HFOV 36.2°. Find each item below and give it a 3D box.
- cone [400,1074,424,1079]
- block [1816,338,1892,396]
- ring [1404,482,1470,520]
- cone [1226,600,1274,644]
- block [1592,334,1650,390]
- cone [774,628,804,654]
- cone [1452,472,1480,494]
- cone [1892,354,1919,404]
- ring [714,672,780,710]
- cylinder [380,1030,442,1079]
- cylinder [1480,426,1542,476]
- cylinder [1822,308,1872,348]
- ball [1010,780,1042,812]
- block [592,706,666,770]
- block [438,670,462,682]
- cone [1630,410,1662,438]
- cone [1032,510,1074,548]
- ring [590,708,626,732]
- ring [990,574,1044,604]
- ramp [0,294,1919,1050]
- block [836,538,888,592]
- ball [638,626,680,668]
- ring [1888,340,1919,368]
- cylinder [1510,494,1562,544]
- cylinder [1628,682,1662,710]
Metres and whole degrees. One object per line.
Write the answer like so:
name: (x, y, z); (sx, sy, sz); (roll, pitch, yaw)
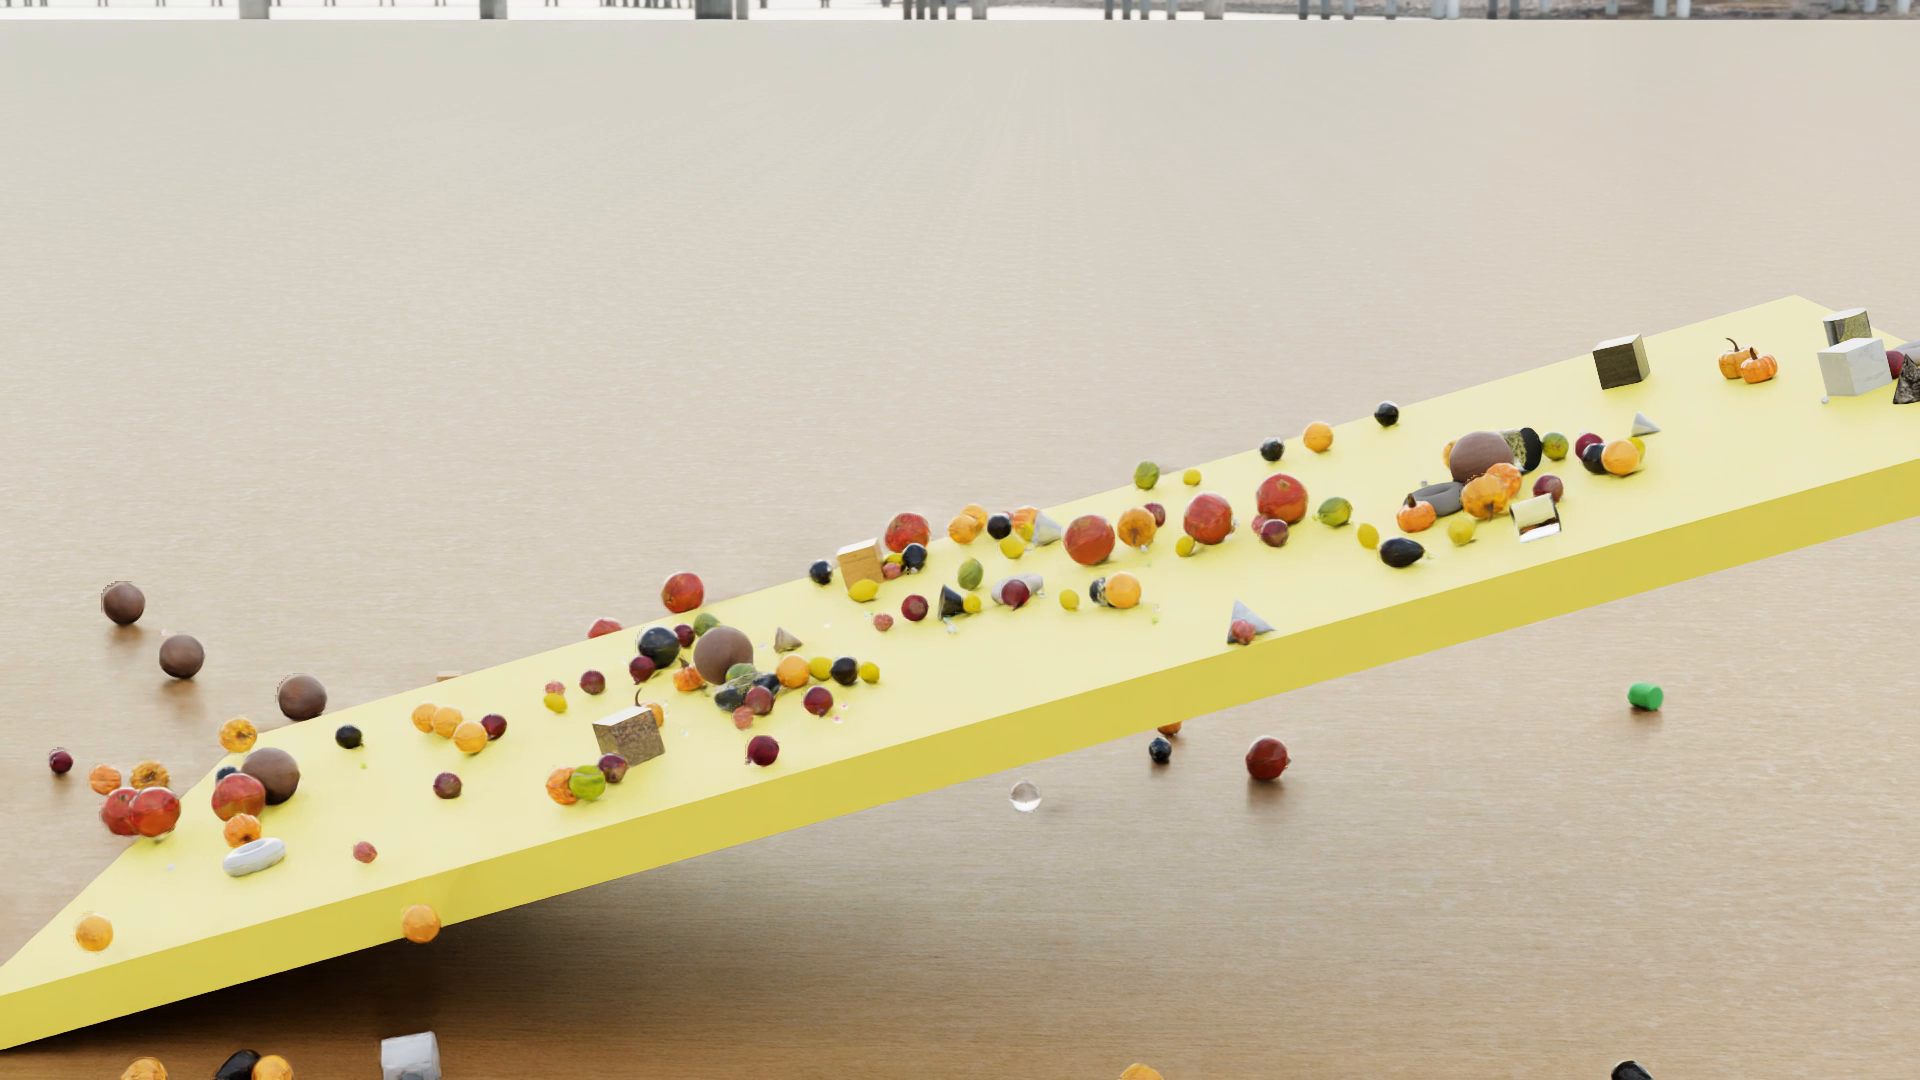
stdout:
cone: (-0.995, 0.995, 5.293); (0.062, 0.062, 0.062); (-6, -14, -31)
block: (1.786, -0.345, 5.873); (0.092, 0.092, 0.092); (-20, 10, -18)
ring: (0.959, -0.079, 5.914); (0.139, 0.046, 0.139); (-16, 11, 3)
cone: (0.534, 0.156, 5.347); (0.085, 0.085, 0.085); (12, 12, 6)
block: (1.501, -0.405, 6.676); (0.093, 0.093, 0.093); (-11, 11, 28)
cone: (-0.373, 0.226, 6.503); (0.061, 0.061, 0.061); (8, 8, -17)
cone: (1.032, -0.106, 5.999); (0.058, 0.058, 0.058); (13, 13, 10)
cone: (1.828, -0.317, 5.653); (0.090, 0.090, 0.090); (-16, 10, 3)
ring: (-0.440, 0.312, 6.082); (0.143, 0.048, 0.143); (-18, 10, 3)
cylinder: (-0.999, 0.946, 5.350); (0.090, 0.090, 0.090); (-14, 12, -5)
cylinder: (1.135, -0.183, 6.063); (0.091, 0.091, 0.091); (-11, 3, -44)
cylinder: (1.877, -0.433, 6.209); (0.091, 0.091, 0.091); (-16, 10, 3)
ball: (0.159, 0.621, 7.129); (0.078, 0.078, 0.078); (0, 11, 0)
block: (-0.659, 0.394, 5.853); (0.094, 0.094, 0.094); (-22, 11, -29)
block: (-1.435, 0.409, 8.275); (0.067, 0.067, 0.067); (-1, 11, -8)
cone: (1.417, -0.231, 6.052); (0.057, 0.057, 0.057); (17, 16, 20)
cone: (0.221, -0.018, 6.826); (0.090, 0.090, 0.090); (9, 10, -8)
ring: (-0.721, 0.390, 6.253); (0.131, 0.044, 0.131); (-2, 10, 0)
ring: (0.122, 0.103, 6.322); (0.118, 0.039, 0.118); (-17, 11, 3)
ramp: (0.091, 0.187, 6.320); (4.000, 0.100, 2.000); (-16, 10, 5)
block: (-0.231, 0.059, 7.000); (0.092, 0.092, 0.092); (-15, 10, 7)
ball: (-0.687, 0.244, 6.713); (0.099, 0.099, 0.099); (0, 11, 0)
ring: (1.939, -0.379, 5.966); (0.112, 0.037, 0.112); (-18, 9, 3)
cylinder: (1.063, -0.039, 5.432); (0.077, 0.077, 0.077); (-16, 10, 5)
cylinder: (1.899, 0.433, 8.147); (0.066, 0.066, 0.066); (-8, 13, -36)
